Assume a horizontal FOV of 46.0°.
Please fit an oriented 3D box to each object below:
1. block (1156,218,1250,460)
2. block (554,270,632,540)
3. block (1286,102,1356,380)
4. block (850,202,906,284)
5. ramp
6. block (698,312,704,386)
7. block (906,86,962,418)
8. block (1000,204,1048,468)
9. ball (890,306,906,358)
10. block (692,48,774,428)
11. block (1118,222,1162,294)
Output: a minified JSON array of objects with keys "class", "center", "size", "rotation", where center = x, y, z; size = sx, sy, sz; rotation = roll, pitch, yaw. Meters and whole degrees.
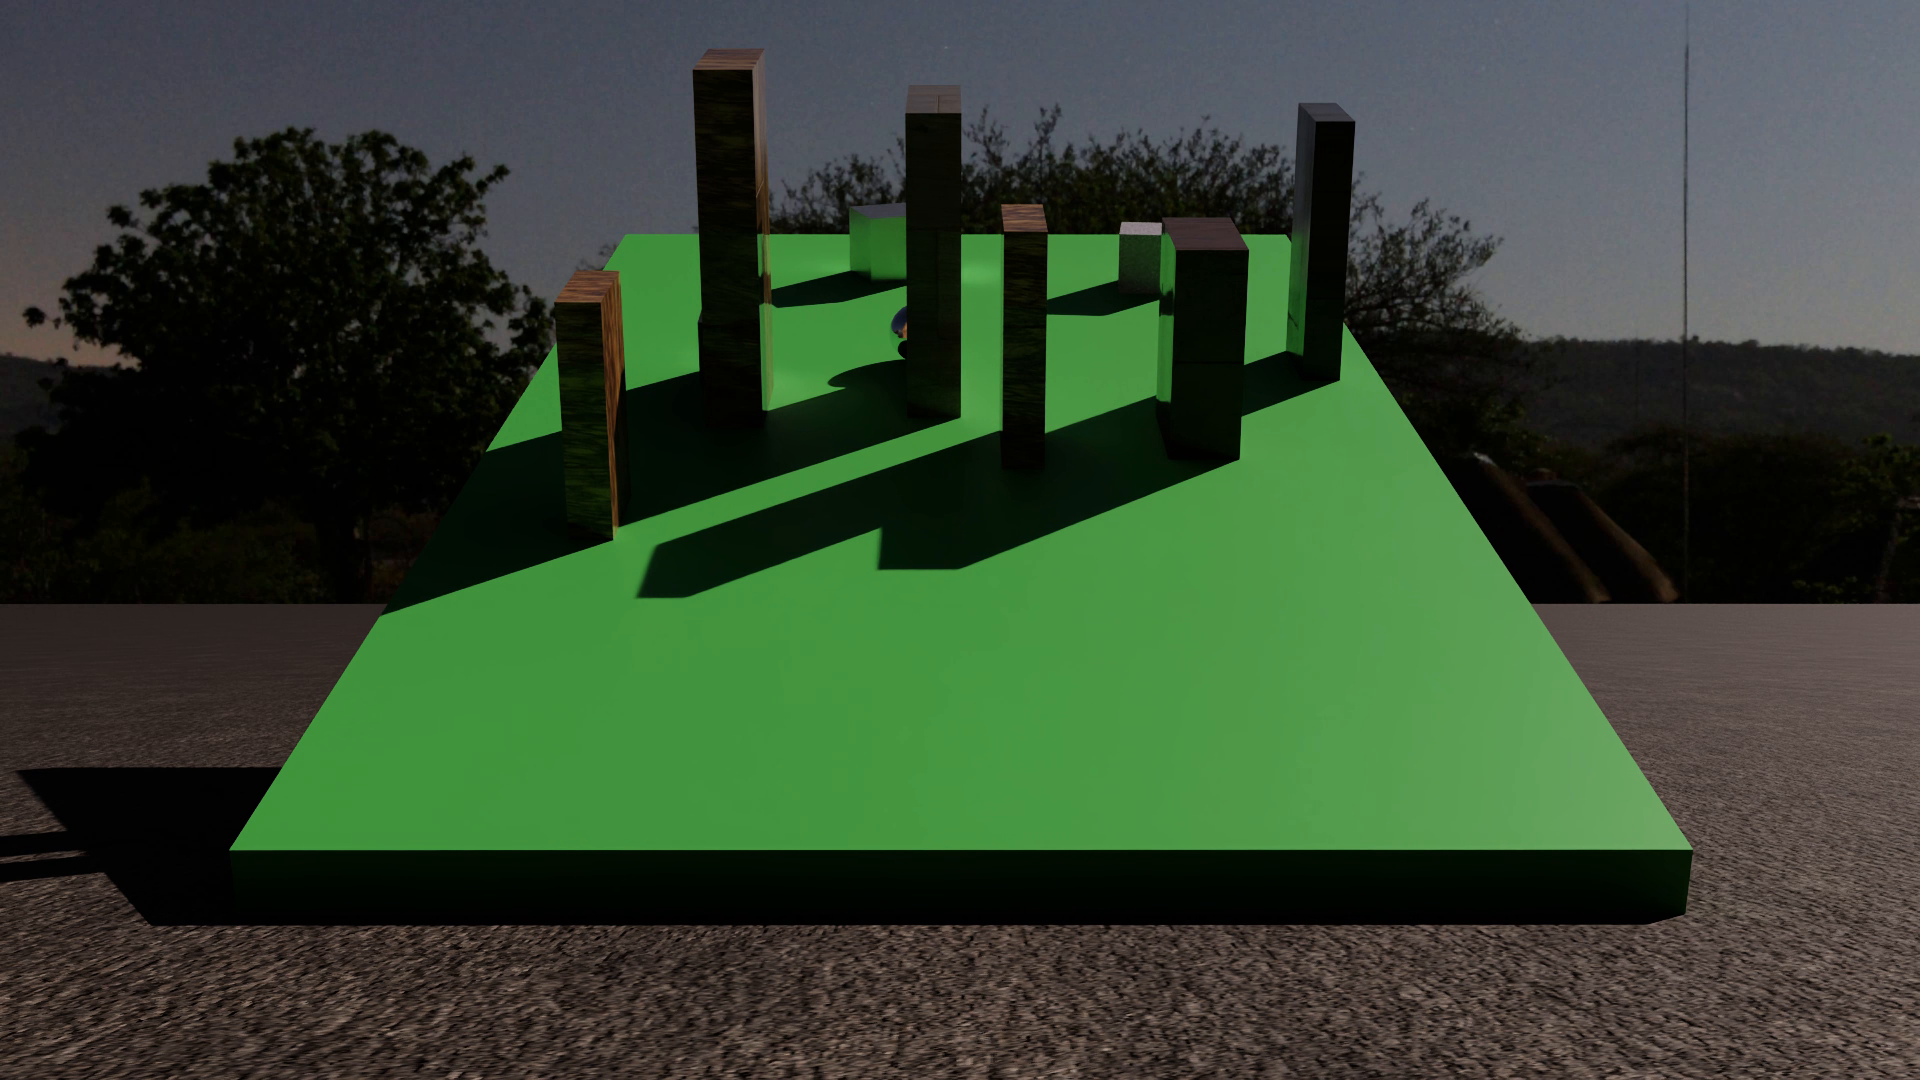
[{"class":"block","center":[0.512,-0.434,4.824],"size":[0.148,0.446,0.326],"rotation":[0,20,0]},{"class":"block","center":[-0.696,-0.259,4.310],"size":[0.084,0.459,0.255],"rotation":[0,20,0]},{"class":"block","center":[0.849,-0.707,5.348],"size":[0.090,0.607,0.271],"rotation":[0,20,0]},{"class":"block","center":[-0.192,-0.830,6.316],"size":[0.182,0.182,0.182],"rotation":[-7,21,-20]},{"class":"ramp","center":[-0.005,-0.204,4.990],"size":[2.000,0.100,4.000],"rotation":[0,20,0]},{"class":"block","center":[-0.530,-0.455,5.311],"size":[0.153,0.153,0.153],"rotation":[-1,20,-2]},{"class":"block","center":[-0.058,-0.658,5.108],"size":[0.119,0.673,0.405],"rotation":[0,20,0]},{"class":"block","center":[0.131,-0.428,4.727],"size":[0.087,0.498,0.274],"rotation":[0,20,0]},{"class":"ball","center":[-0.100,-0.500,5.455],"size":[0.142,0.142,0.142],"rotation":[0,-1,0]},{"class":"block","center":[-0.494,-0.666,4.979],"size":[0.124,0.775,0.327],"rotation":[0,20,0]},{"class":"block","center":[0.518,-0.771,6.187],"size":[0.162,0.162,0.162],"rotation":[2,20,6]}]
